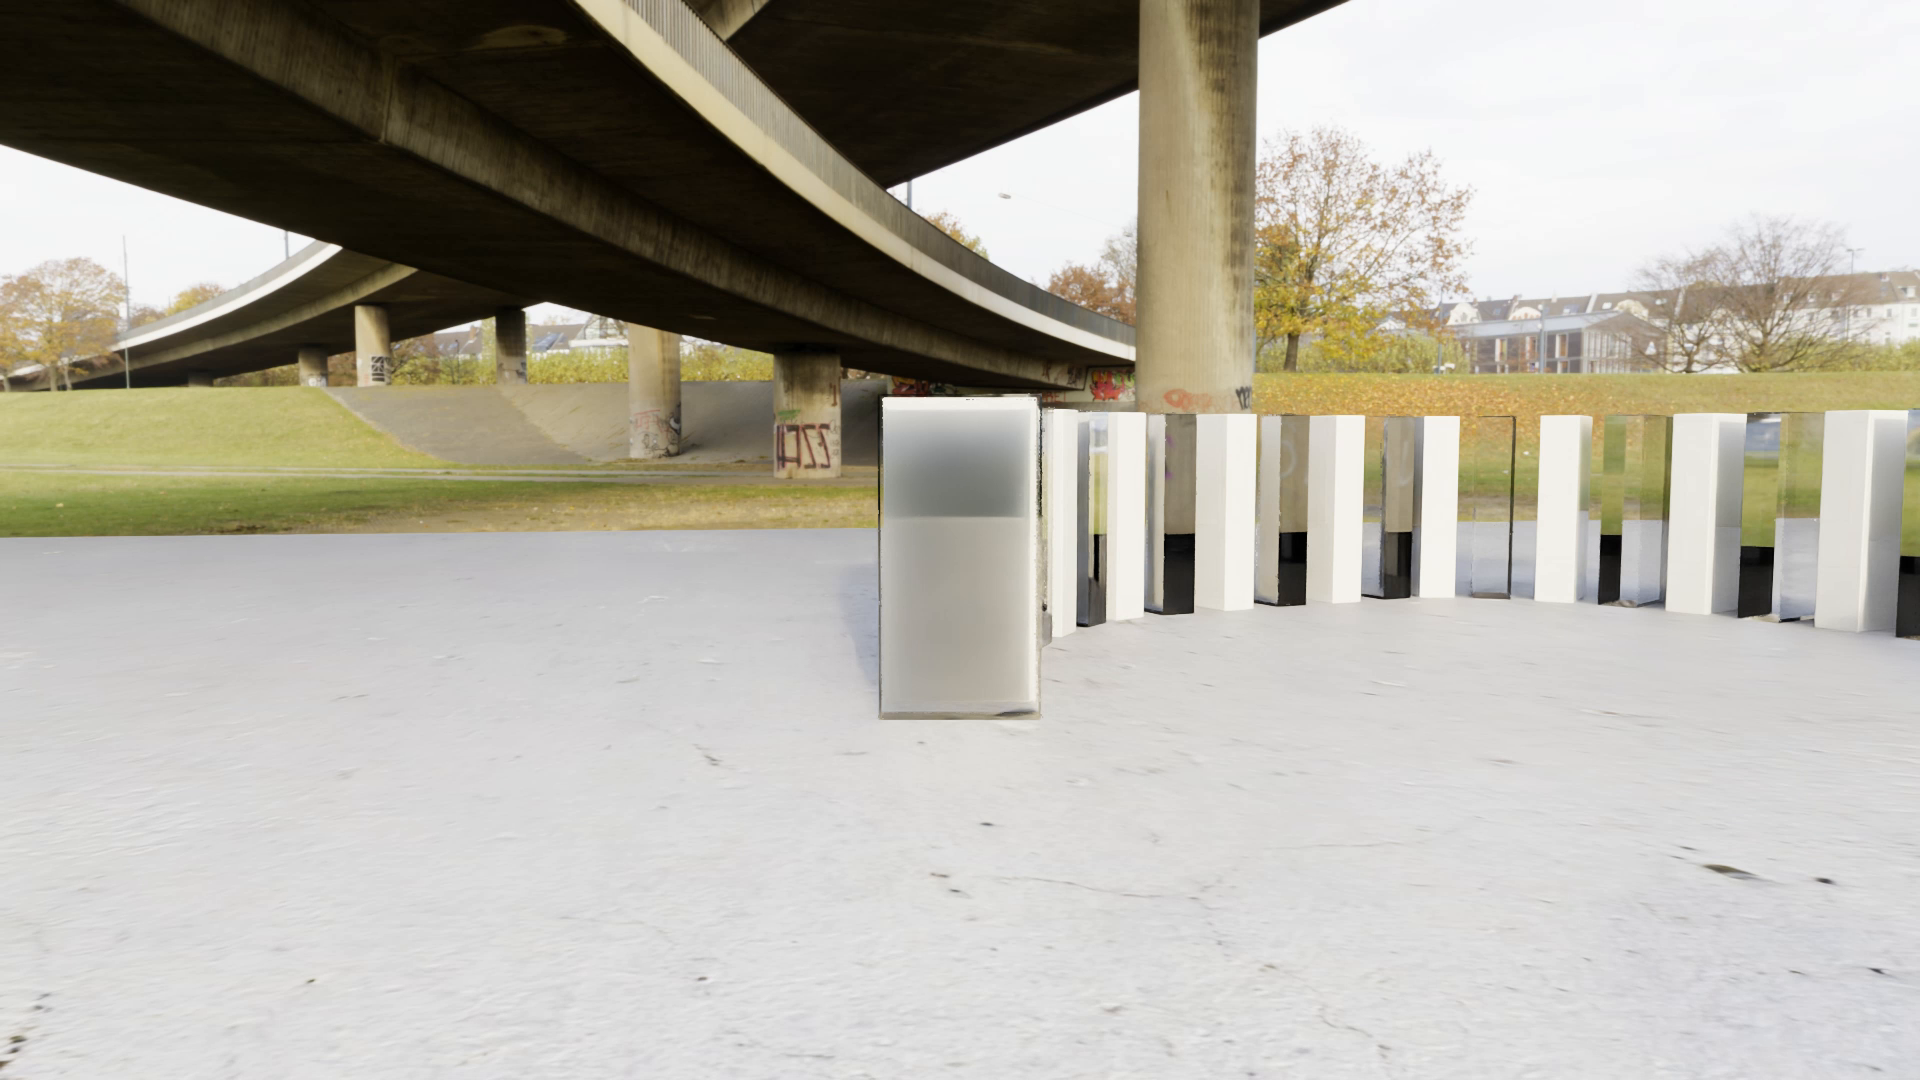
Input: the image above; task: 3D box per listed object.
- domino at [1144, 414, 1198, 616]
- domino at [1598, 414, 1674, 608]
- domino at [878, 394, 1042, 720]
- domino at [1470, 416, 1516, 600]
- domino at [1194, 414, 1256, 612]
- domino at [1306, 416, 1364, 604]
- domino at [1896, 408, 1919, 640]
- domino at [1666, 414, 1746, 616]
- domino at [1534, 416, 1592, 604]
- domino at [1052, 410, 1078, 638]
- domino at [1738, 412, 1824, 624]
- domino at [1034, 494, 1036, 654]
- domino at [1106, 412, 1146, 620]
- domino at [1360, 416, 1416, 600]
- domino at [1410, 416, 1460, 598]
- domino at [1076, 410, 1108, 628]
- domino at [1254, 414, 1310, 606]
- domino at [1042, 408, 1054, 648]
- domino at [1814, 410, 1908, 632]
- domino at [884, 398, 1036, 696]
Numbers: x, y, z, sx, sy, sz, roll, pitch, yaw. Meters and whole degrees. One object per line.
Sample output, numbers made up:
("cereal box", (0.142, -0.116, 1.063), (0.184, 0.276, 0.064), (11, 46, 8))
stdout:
("domino", (0.049, -0.007, 0.330), (0.010, 0.050, 0.025), (-2, 5, -26))
("domino", (0.181, -0.008, 0.342), (0.025, 0.050, 0.010), (-4, 6, -44))
("domino", (0.000, 0.002, 0.201), (0.025, 0.050, 0.010), (0, 4, 0))
("domino", (0.150, -0.010, 0.362), (0.009, 0.050, 0.025), (2, 5, 20))
("domino", (0.065, -0.008, 0.338), (0.009, 0.050, 0.025), (-2, 5, -29))
("domino", (0.099, -0.009, 0.354), (0.010, 0.050, 0.025), (-2, 5, -25))
("domino", (0.219, -0.003, 0.281), (0.025, 0.050, 0.010), (-2, 5, -22))
("domino", (0.193, -0.007, 0.328), (0.025, 0.050, 0.010), (-3, 5, -36))
("domino", (0.167, -0.009, 0.354), (0.009, 0.050, 0.025), (3, 5, 33))
("domino", (0.013, -0.004, 0.290), (0.025, 0.050, 0.010), (2, 5, 24))
("domino", (0.203, -0.006, 0.313), (0.025, 0.050, 0.010), (-3, 5, -31))
("domino", (0.002, -0.002, 0.255), (0.025, 0.050, 0.009), (1, 4, 9))
("domino", (0.034, -0.006, 0.320), (0.009, 0.050, 0.025), (-4, 6, -39))
("domino", (0.115, -0.010, 0.362), (0.009, 0.050, 0.025), (-2, 5, -24))
("domino", (0.133, -0.010, 0.366), (0.009, 0.050, 0.025), (0, 4, 2))
("domino", (0.022, -0.005, 0.306), (0.025, 0.050, 0.009), (3, 5, 33))
("domino", (0.082, -0.008, 0.346), (0.009, 0.050, 0.025), (-2, 5, -25))
("domino", (0.006, -0.003, 0.273), (0.025, 0.050, 0.010), (1, 4, 17))
("domino", (0.212, -0.005, 0.297), (0.025, 0.050, 0.009), (-2, 5, -27))
("domino", (0.000, 0.001, 0.219), (0.025, 0.050, 0.009), (0, 4, 1))
